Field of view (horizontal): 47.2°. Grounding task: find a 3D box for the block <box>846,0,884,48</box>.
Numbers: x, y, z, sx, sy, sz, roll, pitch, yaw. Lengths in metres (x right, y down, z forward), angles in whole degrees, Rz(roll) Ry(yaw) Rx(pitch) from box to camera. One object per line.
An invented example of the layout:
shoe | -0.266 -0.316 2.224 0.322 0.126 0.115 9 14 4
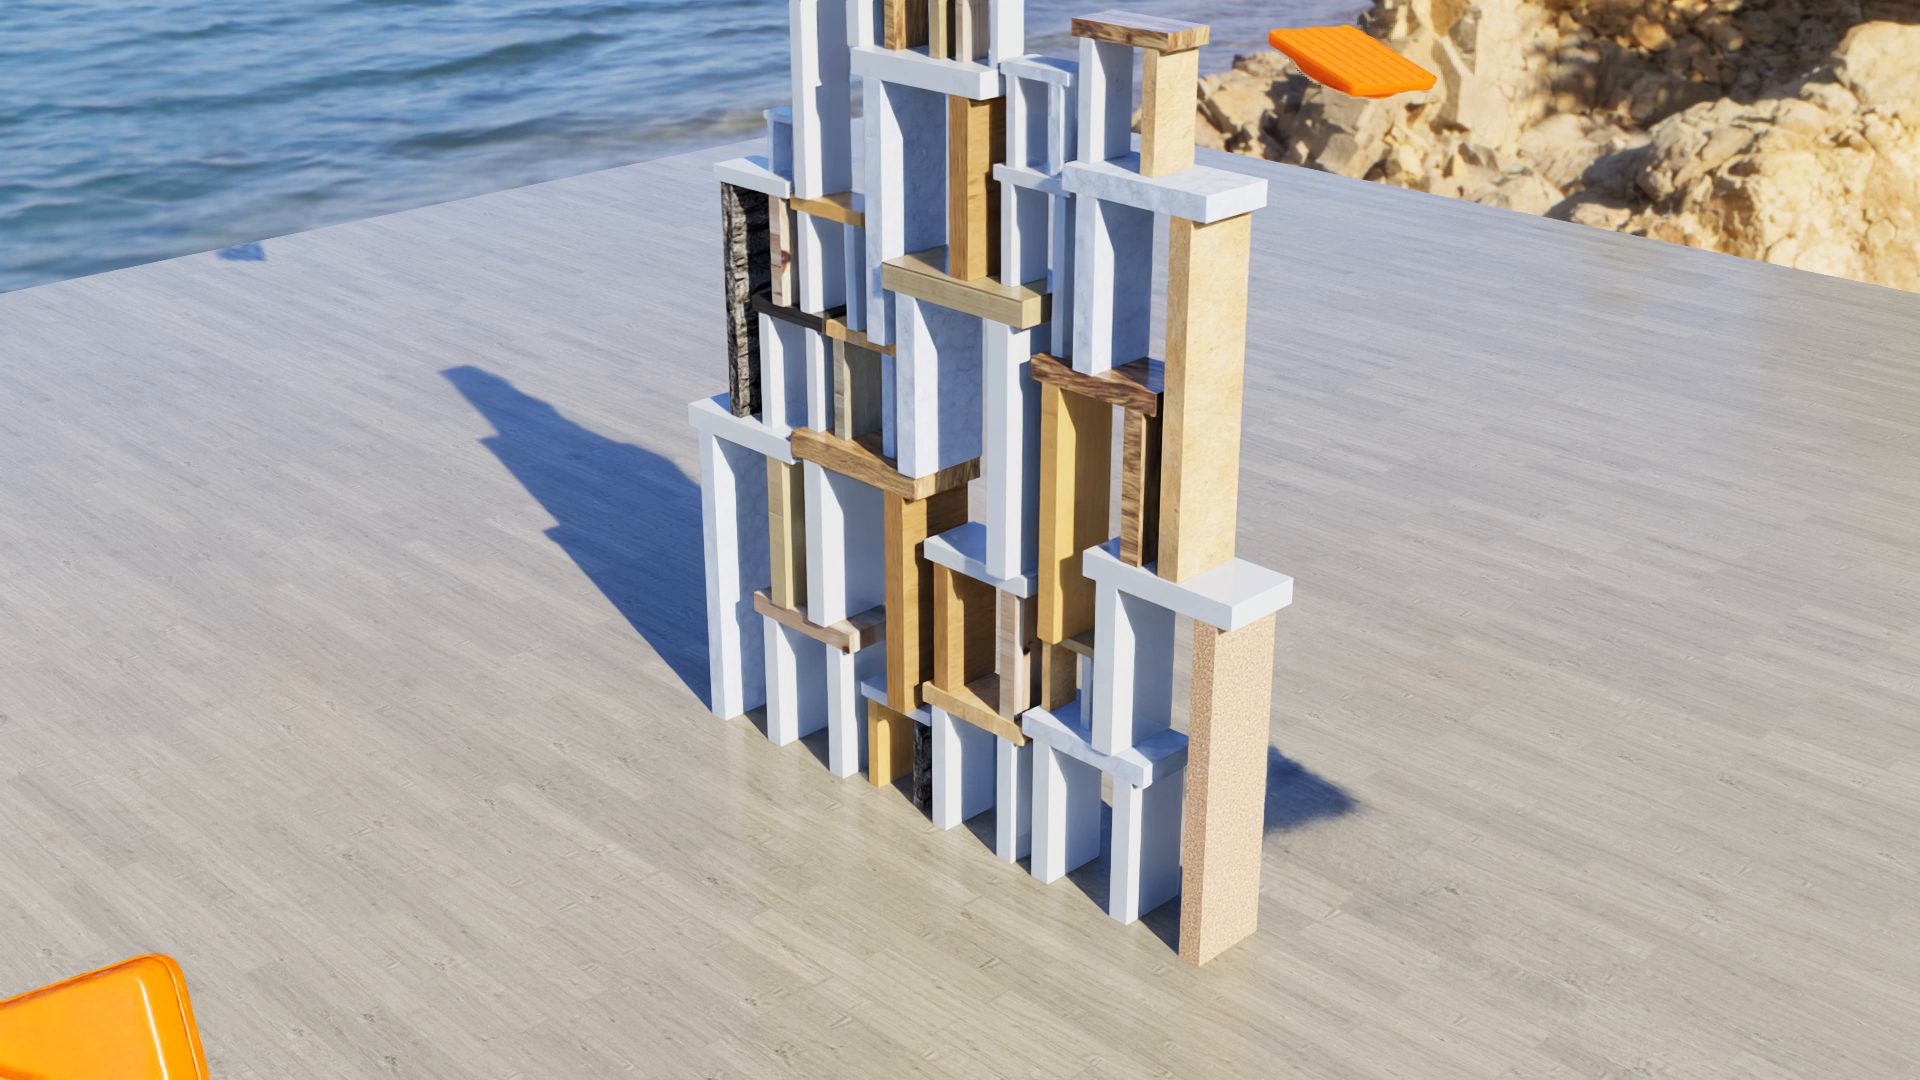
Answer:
block | -0.153 -1.013 3.957 0.033 0.232 0.116 20 30 41

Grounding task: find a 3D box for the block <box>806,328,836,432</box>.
block | -0.254 -0.329 4.361 0.106 0.212 0.030 -21 31 -40

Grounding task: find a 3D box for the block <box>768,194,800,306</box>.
block | -0.320 -0.578 4.318 0.110 0.221 0.031 -21 31 -40

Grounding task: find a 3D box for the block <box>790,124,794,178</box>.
block | -0.300 -0.752 4.232 0.052 0.103 0.015 -22 33 -40

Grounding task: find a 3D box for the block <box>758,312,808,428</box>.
block | -0.354 -0.355 4.458 0.106 0.239 0.030 -21 31 -41

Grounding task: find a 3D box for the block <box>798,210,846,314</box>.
block | -0.266 -0.549 4.275 0.100 0.200 0.028 -21 30 -40

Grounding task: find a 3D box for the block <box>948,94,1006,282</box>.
block | 0.055 -0.637 3.903 0.046 0.327 0.163 21 31 40

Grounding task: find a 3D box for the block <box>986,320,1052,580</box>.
block | 0.129 -0.182 4.001 0.177 0.488 0.050 -21 31 -41

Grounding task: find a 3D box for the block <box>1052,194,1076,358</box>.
block | 0.201 -0.464 3.809 0.026 0.287 0.092 21 31 40

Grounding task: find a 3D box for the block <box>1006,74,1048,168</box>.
block | 0.116 -0.726 3.788 0.079 0.158 0.022 -20 29 -39

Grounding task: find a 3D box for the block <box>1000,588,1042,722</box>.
block | 0.136 0.200 4.166 0.133 0.266 0.038 -21 31 -40

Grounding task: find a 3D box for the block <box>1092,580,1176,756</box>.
block | 0.315 0.208 3.968 0.047 0.333 0.166 21 31 41

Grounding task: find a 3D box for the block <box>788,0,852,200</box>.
block | -0.262 -0.915 4.119 0.116 0.540 0.033 -21 31 -40

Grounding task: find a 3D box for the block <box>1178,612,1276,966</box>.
block | 0.472 0.427 3.891 0.047 0.675 0.166 21 31 41

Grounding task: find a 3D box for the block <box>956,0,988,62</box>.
block | 0.021 -0.897 3.818 0.018 0.126 0.063 20 30 41

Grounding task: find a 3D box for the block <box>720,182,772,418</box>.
block | -0.423 -0.495 4.467 0.110 0.490 0.031 -21 31 -41

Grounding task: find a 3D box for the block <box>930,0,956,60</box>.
block | -0.014 -0.936 3.848 0.025 0.174 0.087 20 30 41

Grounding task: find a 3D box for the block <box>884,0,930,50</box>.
block | -0.096 -0.968 3.923 0.087 0.174 0.025 -21 30 -41

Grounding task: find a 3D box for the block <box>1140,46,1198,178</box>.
block | 0.339 -0.699 3.565 0.029 0.205 0.103 21 31 40

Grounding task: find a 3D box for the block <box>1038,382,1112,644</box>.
block | 0.208 -0.063 3.968 0.142 0.496 0.040 -21 31 -40

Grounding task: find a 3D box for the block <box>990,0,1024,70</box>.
block | 0.081 -0.874 3.764 0.063 0.126 0.018 -21 30 -41

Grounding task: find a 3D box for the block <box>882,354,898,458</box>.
block | -0.102 -0.269 4.227 0.103 0.206 0.029 -21 31 -41

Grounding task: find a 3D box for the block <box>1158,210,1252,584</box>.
block | 0.407 -0.244 3.676 0.044 0.632 0.154 21 31 41

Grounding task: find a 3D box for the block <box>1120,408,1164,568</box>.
block | 0.342 -0.107 3.802 0.040 0.284 0.142 21 31 41

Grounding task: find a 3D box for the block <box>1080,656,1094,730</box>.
block | 0.257 0.270 4.060 0.021 0.147 0.073 22 31 40

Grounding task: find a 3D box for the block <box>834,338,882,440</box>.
block | -0.199 -0.307 4.316 0.029 0.206 0.103 21 31 41

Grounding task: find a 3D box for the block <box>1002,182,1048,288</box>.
block | 0.114 -0.546 3.869 0.092 0.184 0.026 -21 30 -40

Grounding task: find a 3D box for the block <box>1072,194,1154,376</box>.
block | 0.261 -0.449 3.745 0.044 0.309 0.154 20 30 39

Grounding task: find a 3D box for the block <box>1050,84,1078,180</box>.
block | 0.189 -0.697 3.719 0.079 0.158 0.022 -21 30 -40

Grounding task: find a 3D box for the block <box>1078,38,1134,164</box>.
block | 0.242 -0.737 3.654 0.029 0.205 0.103 21 31 40

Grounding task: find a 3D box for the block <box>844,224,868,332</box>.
block | -0.171 -0.510 4.191 0.100 0.206 0.028 -20 29 -39

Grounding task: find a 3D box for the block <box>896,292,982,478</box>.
block | -0.038 -0.309 4.129 0.177 0.355 0.050 -21 31 -41

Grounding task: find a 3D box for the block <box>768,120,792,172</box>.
block | -0.348 -0.771 4.277 0.052 0.103 0.015 -22 33 -40

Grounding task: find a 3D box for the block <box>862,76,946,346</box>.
block | -0.100 -0.619 4.077 0.163 0.496 0.046 -21 31 -41

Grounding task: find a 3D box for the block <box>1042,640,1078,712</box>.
block | 0.187 0.243 4.125 0.073 0.147 0.021 -21 31 -41
